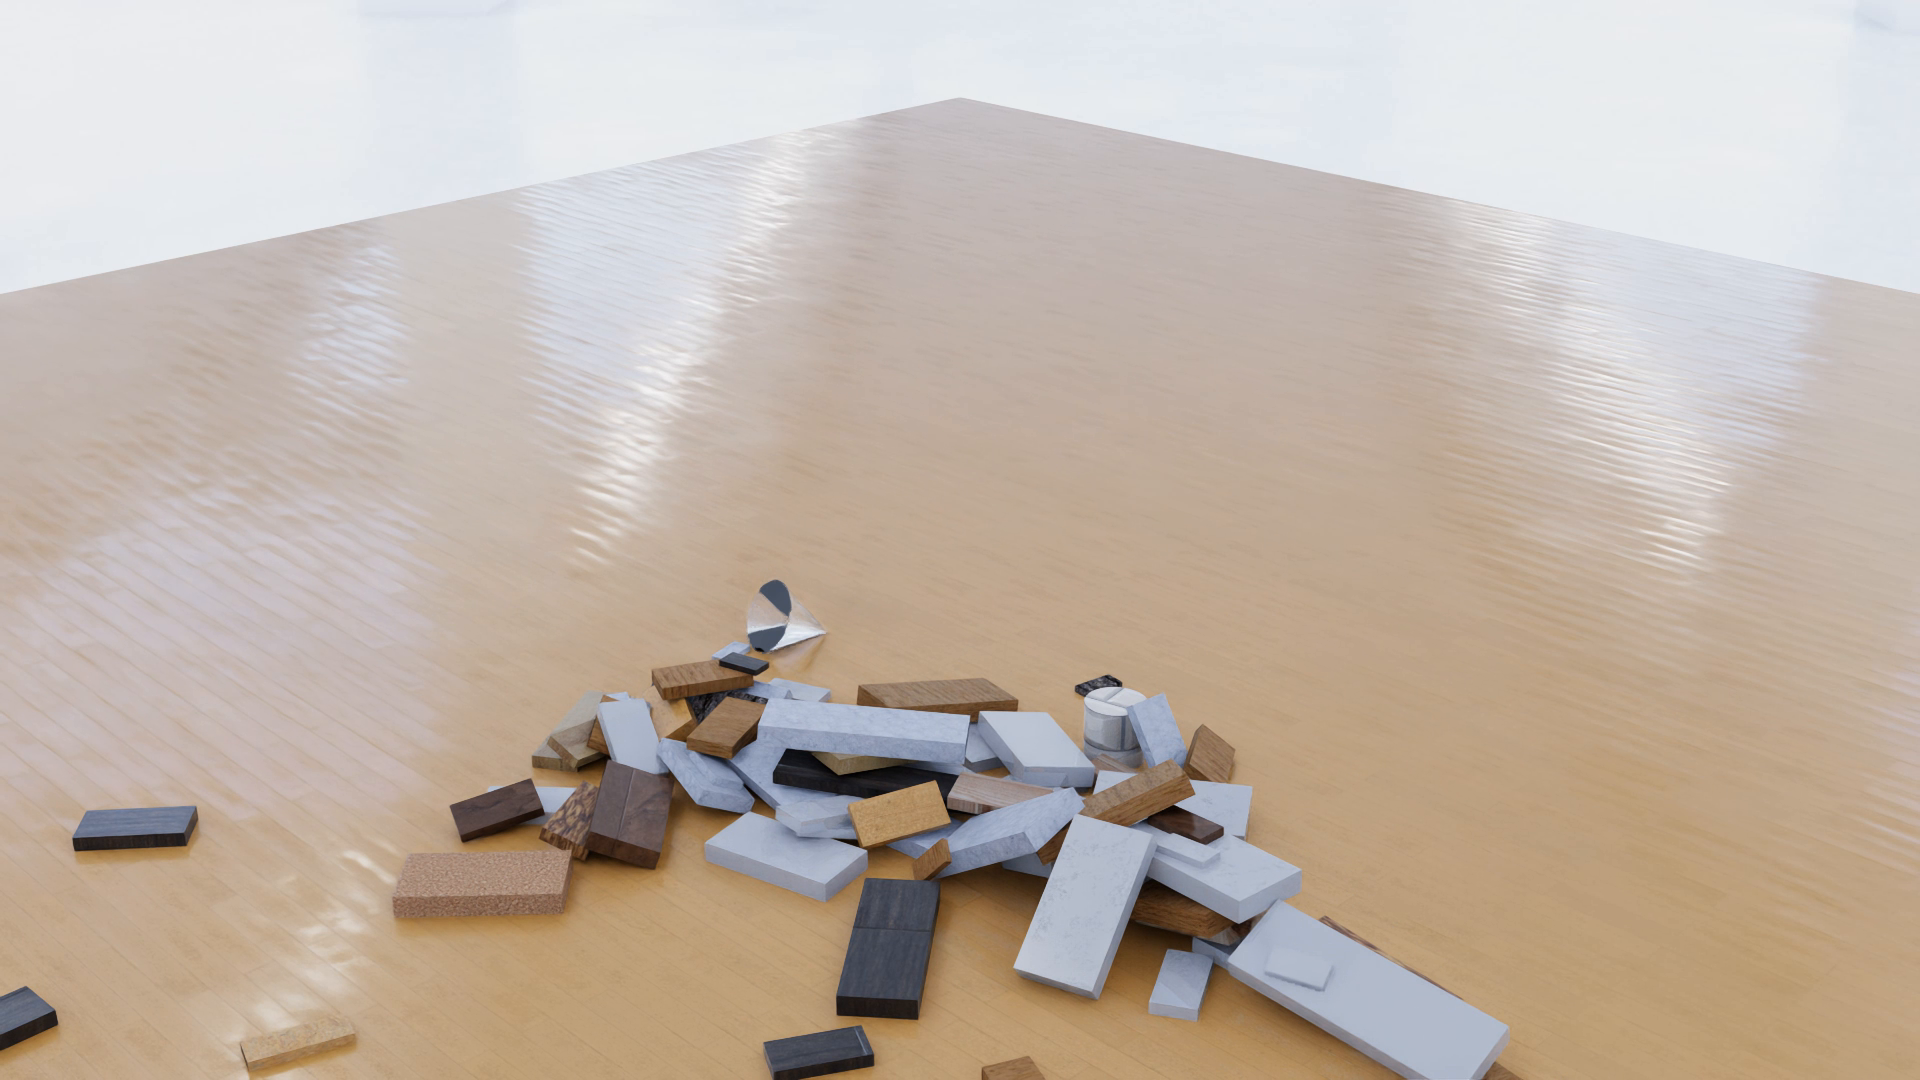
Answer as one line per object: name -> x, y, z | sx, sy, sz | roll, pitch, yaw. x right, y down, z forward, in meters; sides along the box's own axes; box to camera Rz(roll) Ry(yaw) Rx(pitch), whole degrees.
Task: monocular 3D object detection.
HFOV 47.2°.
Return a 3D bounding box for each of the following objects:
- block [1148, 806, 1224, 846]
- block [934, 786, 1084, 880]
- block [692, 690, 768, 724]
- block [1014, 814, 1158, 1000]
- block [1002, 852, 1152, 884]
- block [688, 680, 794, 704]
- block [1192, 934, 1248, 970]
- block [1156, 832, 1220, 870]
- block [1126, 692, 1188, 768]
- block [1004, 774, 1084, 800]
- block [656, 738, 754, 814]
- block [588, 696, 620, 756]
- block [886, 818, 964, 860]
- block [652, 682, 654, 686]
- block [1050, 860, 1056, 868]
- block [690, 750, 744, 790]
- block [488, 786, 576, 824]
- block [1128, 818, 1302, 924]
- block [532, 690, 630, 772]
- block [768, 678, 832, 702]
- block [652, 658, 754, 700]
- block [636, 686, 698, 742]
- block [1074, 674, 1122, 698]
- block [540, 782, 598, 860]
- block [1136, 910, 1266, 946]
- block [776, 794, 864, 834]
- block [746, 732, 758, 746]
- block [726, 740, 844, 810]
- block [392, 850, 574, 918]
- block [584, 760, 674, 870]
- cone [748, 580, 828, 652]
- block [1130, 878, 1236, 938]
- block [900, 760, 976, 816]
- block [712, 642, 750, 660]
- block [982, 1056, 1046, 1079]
block -> 0.416, 0.526, 4.055 | 0.065, 0.018, 0.130 | -20, 28, -39
block -> 0.080, 0.556, 4.156 | 0.311, 0.044, 0.156 | -24, 9, 48
block -> -0.475, 0.388, 4.731 | 0.234, 0.033, 0.117 | 11, 57, 24
block -> 0.226, 0.653, 3.934 | 0.154, 0.044, 0.308 | 12, 64, 26
block -> 0.246, 0.598, 4.190 | 0.161, 0.046, 0.322 | -21, 16, -40
block -> -0.494, 0.357, 4.805 | 0.234, 0.033, 0.117 | 11, 57, 24
block -> 0.541, 0.749, 3.954 | 0.113, 0.032, 0.225 | -21, 31, -40
block -> 0.411, 0.562, 3.969 | 0.106, 0.015, 0.053 | 17, 28, 40
block -> 0.417, 0.417, 4.569 | 0.090, 0.181, 0.026 | -18, -6, -35
block -> 0.160, 0.523, 4.446 | 0.190, 0.027, 0.095 | 20, 30, 39
block -> -0.524, 0.483, 4.514 | 0.121, 0.034, 0.242 | 16, 12, -33
block -> -0.738, 0.399, 4.689 | 0.085, 0.024, 0.169 | 22, 27, -10
block -> -0.096, 0.572, 4.368 | 0.242, 0.034, 0.121 | 18, 29, 36
block -> -0.620, 0.333, 4.905 | 0.139, 0.020, 0.070 | -2, 42, 11
block -> 0.230, 0.580, 4.125 | 0.075, 0.021, 0.150 | -5, 13, 23
block -> -0.498, 0.469, 4.492 | 0.067, 0.019, 0.133 | 16, 12, -33
block -> -0.863, 0.538, 4.456 | 0.202, 0.029, 0.101 | 1, 23, 2
block -> 0.444, 0.586, 3.988 | 0.161, 0.046, 0.322 | -18, 27, -36
block -> -0.816, 0.411, 4.755 | 0.101, 0.029, 0.310 | 5, 24, 12
block -> -0.369, 0.345, 4.922 | 0.143, 0.020, 0.072 | 11, 25, 23
block -> -0.561, 0.300, 4.788 | 0.202, 0.029, 0.101 | -8, 24, -19
block -> -0.638, 0.379, 4.754 | 0.117, 0.033, 0.234 | -34, 28, -1
block -> 0.313, 0.331, 4.963 | 0.099, 0.014, 0.049 | -16, 28, -33
block -> -0.745, 0.555, 4.363 | 0.101, 0.029, 0.203 | 25, 25, 4
block -> 0.440, 0.686, 4.036 | 0.112, 0.032, 0.225 | -21, 17, -40
block -> -0.260, 0.538, 4.326 | 0.183, 0.026, 0.091 | -5, 17, -36
block -> -0.439, 0.442, 4.611 | 0.258, 0.021, 0.075 | 28, 60, 34
block -> -0.355, 0.488, 4.485 | 0.121, 0.034, 0.242 | -29, 45, -29
block -> -0.901, 0.651, 4.169 | 0.313, 0.044, 0.157 | -1, 23, -2
block -> -0.654, 0.543, 4.368 | 0.143, 0.040, 0.285 | 19, 21, -9
cone -> -0.381, 0.198, 5.195 | 0.174, 0.174, 0.174 | 17, 10, -38
block -> 0.391, 0.651, 4.045 | 0.161, 0.046, 0.322 | -20, 16, -38
block -> -0.067, 0.480, 4.503 | 0.238, 0.034, 0.119 | 26, 34, 38
block -> -0.533, 0.263, 5.124 | 0.046, 0.013, 0.092 | 13, 26, 27
block -> 0.107, 0.909, 3.587 | 0.085, 0.024, 0.171 | -9, 25, -20
